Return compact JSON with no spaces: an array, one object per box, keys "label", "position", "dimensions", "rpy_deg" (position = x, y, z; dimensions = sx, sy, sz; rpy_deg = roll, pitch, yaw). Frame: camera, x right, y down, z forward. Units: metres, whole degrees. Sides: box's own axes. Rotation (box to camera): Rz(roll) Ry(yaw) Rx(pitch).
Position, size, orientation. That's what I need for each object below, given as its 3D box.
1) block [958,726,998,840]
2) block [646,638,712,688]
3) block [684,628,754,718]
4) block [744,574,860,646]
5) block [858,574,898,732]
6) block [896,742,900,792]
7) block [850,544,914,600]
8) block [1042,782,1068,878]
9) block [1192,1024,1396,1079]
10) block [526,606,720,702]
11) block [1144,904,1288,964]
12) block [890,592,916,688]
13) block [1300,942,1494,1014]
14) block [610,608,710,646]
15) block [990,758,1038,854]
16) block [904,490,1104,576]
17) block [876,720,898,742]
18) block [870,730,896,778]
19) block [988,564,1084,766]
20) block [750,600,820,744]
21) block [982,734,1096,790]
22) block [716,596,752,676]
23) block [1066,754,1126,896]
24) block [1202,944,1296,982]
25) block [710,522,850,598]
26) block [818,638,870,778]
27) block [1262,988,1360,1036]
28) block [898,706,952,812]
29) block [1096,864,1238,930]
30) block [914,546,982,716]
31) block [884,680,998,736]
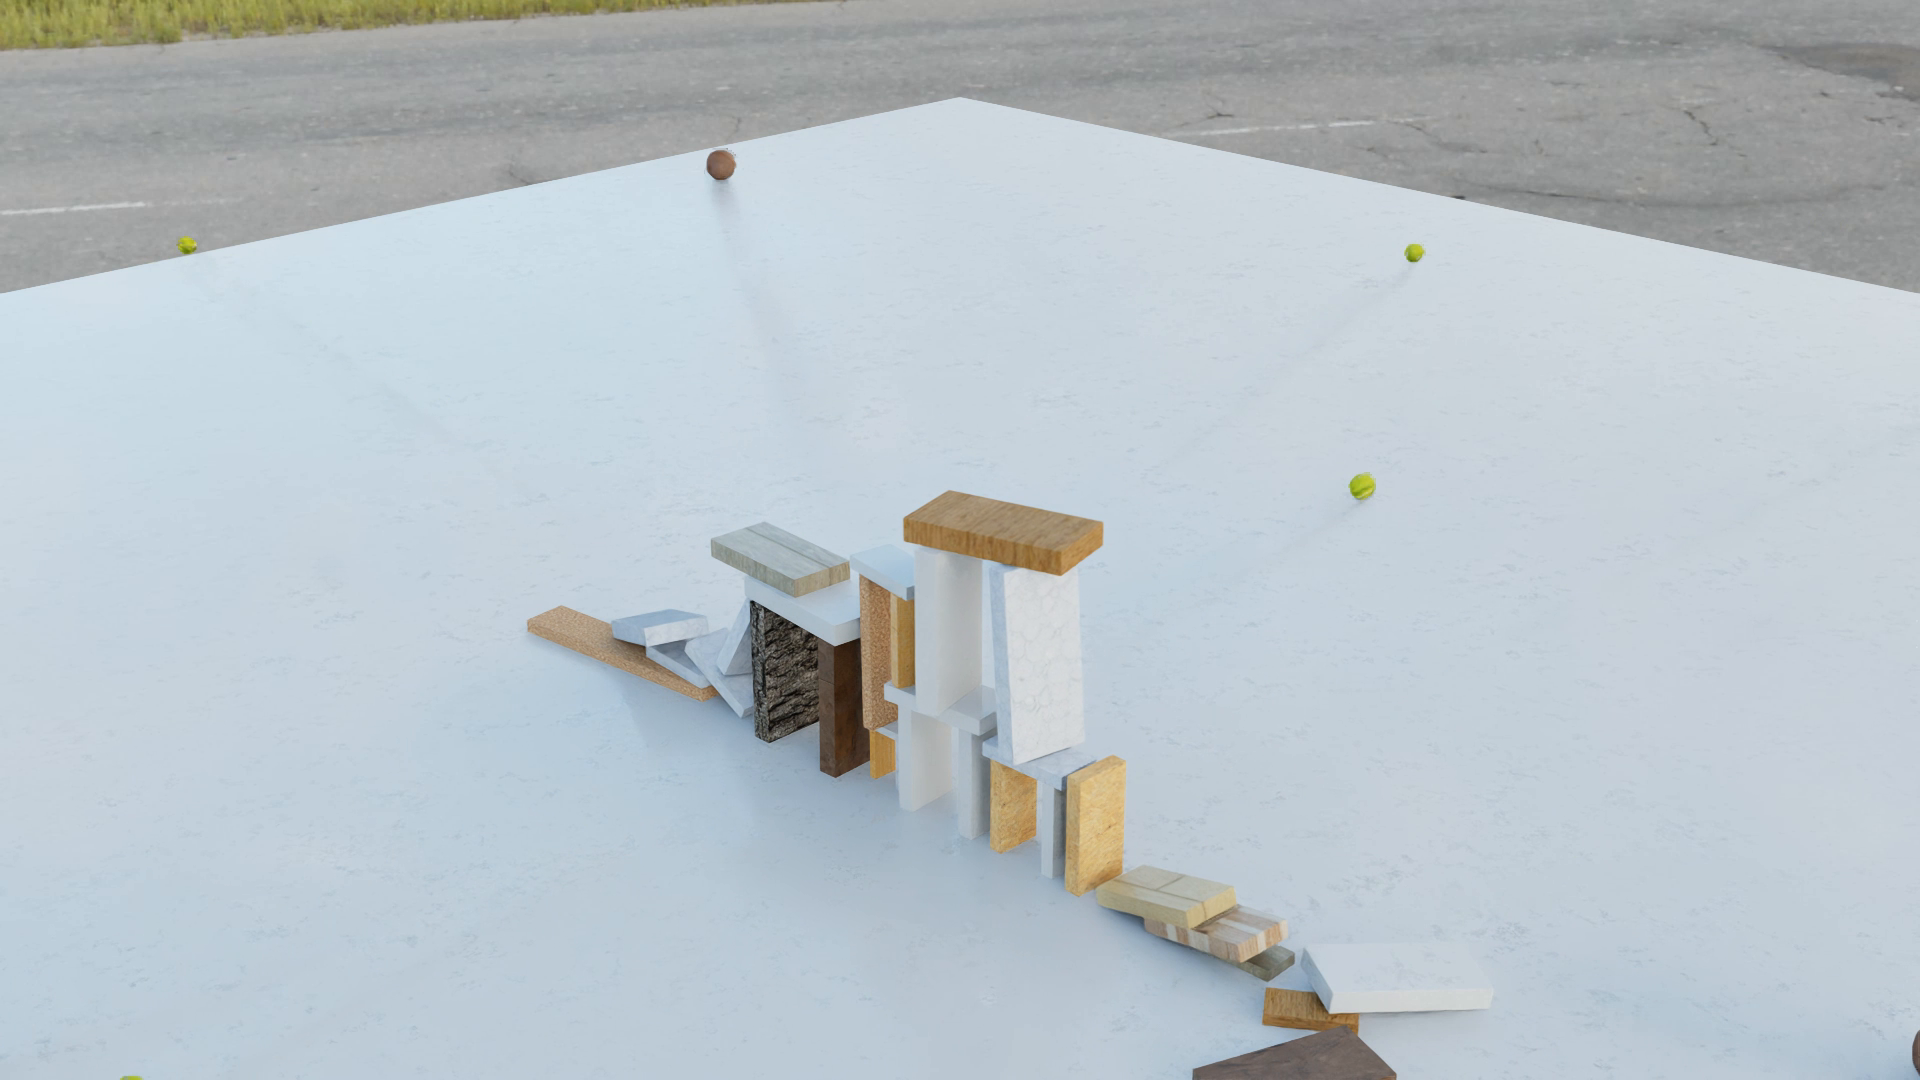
[{"label":"block","position":[0.052,0.461,4.361],"dimensions":[0.035,0.244,0.122],"rpy_deg":[22,31,40]},{"label":"block","position":[-0.608,0.271,5.003],"dimensions":[0.109,0.031,0.219],"rpy_deg":[-19,29,-37]},{"label":"block","position":[-0.506,0.294,4.905],"dimensions":[0.109,0.031,0.219],"rpy_deg":[-21,57,-39]},{"label":"block","position":[-0.292,0.125,4.582],"dimensions":[0.161,0.046,0.322],"rpy_deg":[-18,29,-36]},{"label":"block","position":[-0.155,0.214,4.477],"dimensions":[0.028,0.345,0.099],"rpy_deg":[20,30,41]},{"label":"block","position":[-0.107,0.457,4.536],"dimensions":[0.016,0.115,0.058],"rpy_deg":[21,31,41]},{"label":"block","position":[-0.123,0.063,4.357],"dimensions":[0.099,0.028,0.198],"rpy_deg":[-16,28,-33]},{"label":"block","position":[0.202,0.541,4.227],"dimensions":[0.029,0.203,0.101],"rpy_deg":[21,31,40]},{"label":"block","position":[0.548,0.890,3.610],"dimensions":[0.298,0.042,0.149],"rpy_deg":[-10,25,-22]},{"label":"block","position":[-0.768,0.259,5.110],"dimensions":[0.587,0.031,0.109],"rpy_deg":[17,29,35]},{"label":"block","position":[0.463,0.699,3.992],"dimensions":[0.123,0.035,0.247],"rpy_deg":[-19,17,-35]},{"label":"block","position":[-0.085,0.190,4.346],"dimensions":[0.099,0.198,0.028],"rpy_deg":[-11,26,-25]},{"label":"block","position":[0.766,0.767,3.861],"dimensions":[0.298,0.042,0.149],"rpy_deg":[1,22,-13]},{"label":"block","position":[-0.688,0.199,5.034],"dimensions":[0.147,0.042,0.293],"rpy_deg":[-11,6,-23]},{"label":"block","position":[0.106,0.504,4.313],"dimensions":[0.101,0.203,0.029],"rpy_deg":[-21,31,-40]},{"label":"block","position":[0.081,-0.016,4.153],"dimensions":[0.338,0.048,0.169],"rpy_deg":[12,26,28]},{"label":"block","position":[-0.134,0.386,4.535],"dimensions":[0.115,0.016,0.058],"rpy_deg":[21,31,40]},{"label":"block","position":[-0.161,0.436,4.586],"dimensions":[0.016,0.115,0.058],"rpy_deg":[21,31,41]},{"label":"block","position":[0.147,0.220,4.154],"dimensions":[0.169,0.386,0.048],"rpy_deg":[-15,22,-32]},{"label":"block","position":[-0.371,0.261,4.734],"dimensions":[0.046,0.322,0.161],"rpy_deg":[21,31,40]},{"label":"block","position":[0.152,0.417,4.224],"dimensions":[0.203,0.029,0.101],"rpy_deg":[21,30,40]},{"label":"block","position":[-0.416,0.170,4.824],"dimensions":[0.147,0.293,0.042],"rpy_deg":[-3,42,-41]},{"label":"block","position":[0.257,0.541,4.169],"dimensions":[0.123,0.247,0.035],"rpy_deg":[-20,30,-39]},{"label":"block","position":[0.516,0.742,3.982],"dimensions":[0.163,0.023,0.081],"rpy_deg":[20,30,39]},{"label":"block","position":[-0.383,0.039,4.673],"dimensions":[0.147,0.042,0.293],"rpy_deg":[-19,30,-38]},{"label":"block","position":[-0.221,0.320,4.594],"dimensions":[0.046,0.322,0.161],"rpy_deg":[20,30,38]},{"label":"block","position":[0.609,0.816,3.808],"dimensions":[0.163,0.023,0.081],"rpy_deg":[4,23,10]},{"label":"block","position":[-0.070,0.418,4.464],"dimensions":[0.035,0.244,0.122],"rpy_deg":[19,29,37]},{"label":"block","position":[0.380,0.658,4.068],"dimensions":[0.123,0.035,0.247],"rpy_deg":[-20,14,-35]},{"label":"block","position":[-0.021,0.152,4.256],"dimensions":[0.048,0.338,0.169],"rpy_deg":[14,26,29]},{"label":"block","position":[-0.018,0.314,4.352],"dimensions":[0.244,0.035,0.122],"rpy_deg":[18,29,36]}]
